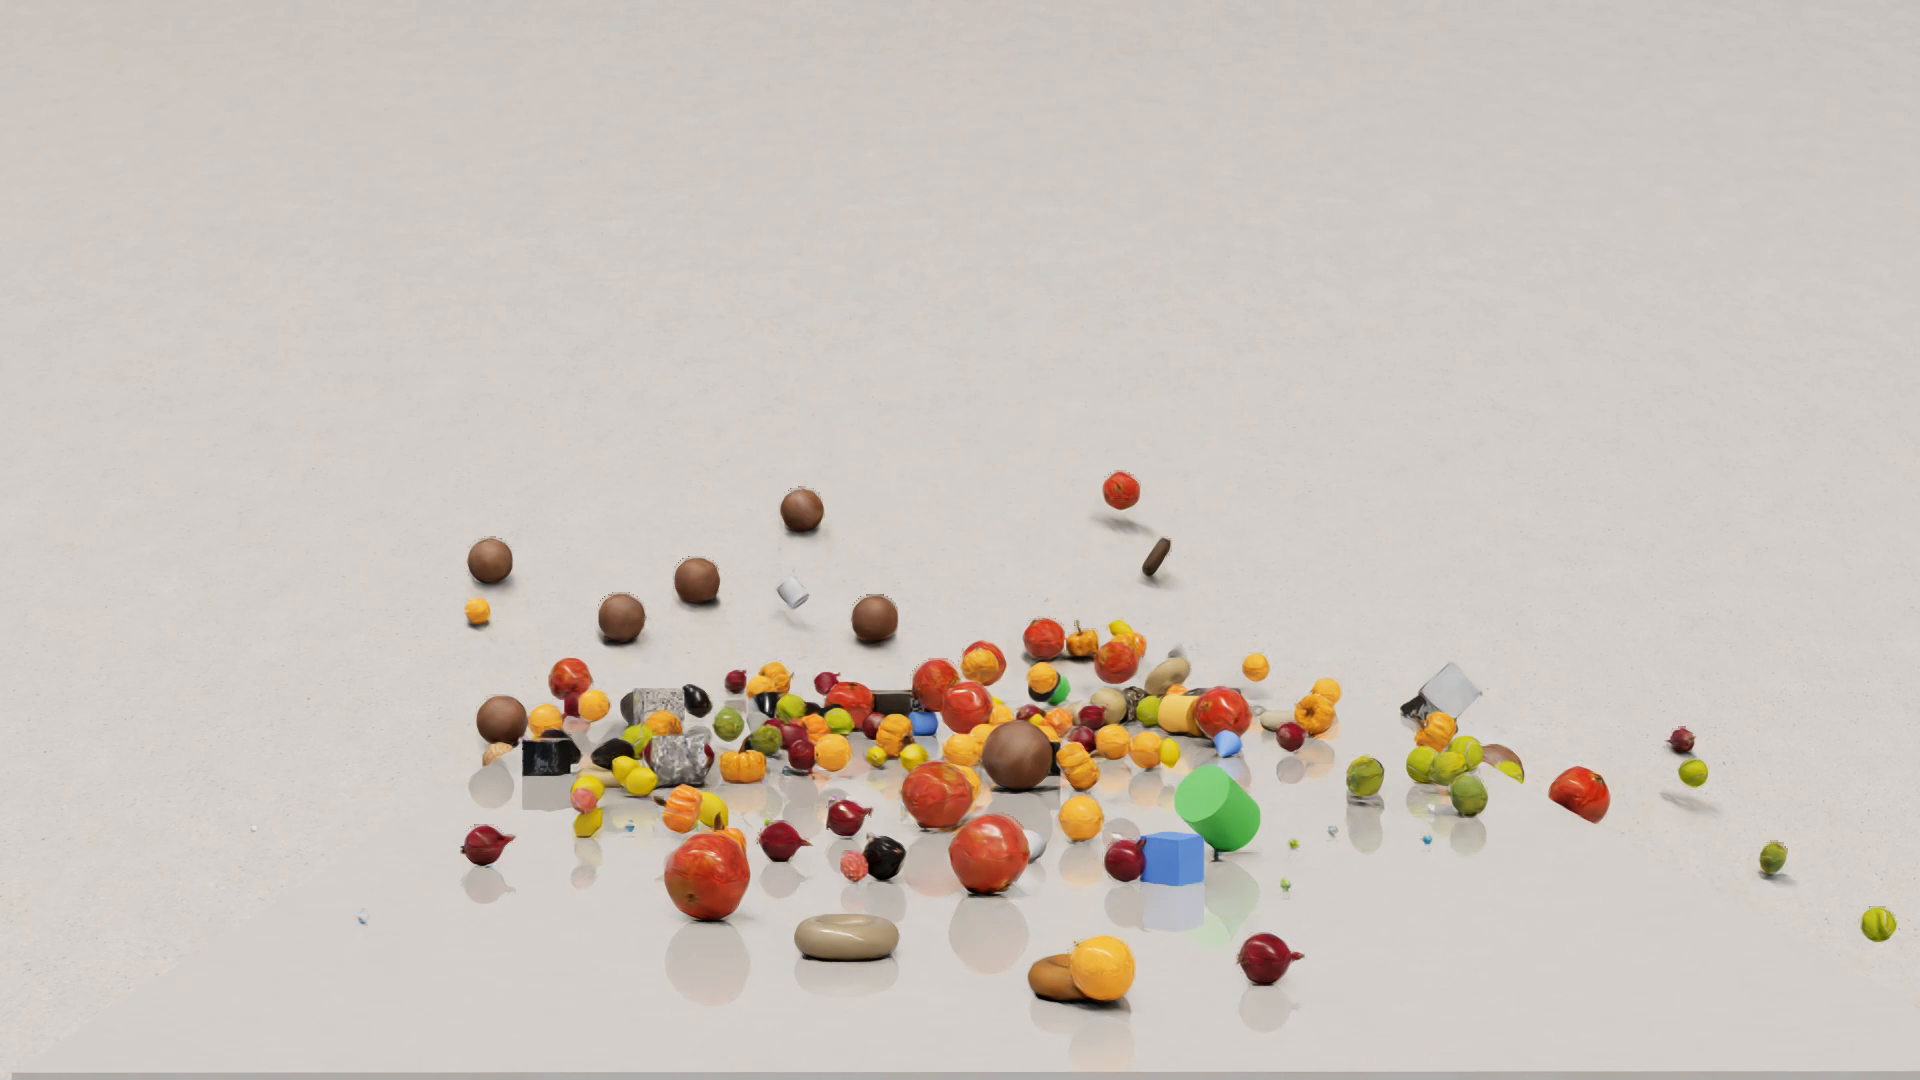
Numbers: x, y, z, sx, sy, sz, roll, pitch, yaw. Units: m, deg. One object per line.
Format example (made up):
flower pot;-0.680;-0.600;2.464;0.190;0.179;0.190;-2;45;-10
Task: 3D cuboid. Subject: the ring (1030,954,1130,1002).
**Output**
ring;0.136;0.497;2.928;0.116;0.039;0.116;0;3;0

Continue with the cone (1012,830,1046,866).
cone;0.098;0.475;3.885;0.054;0.054;0.054;5;30;11

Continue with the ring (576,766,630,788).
ring;-0.668;0.443;4.819;0.099;0.033;0.099;1;3;0

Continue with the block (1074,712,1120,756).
block;0.280;0.396;5.260;0.066;0.066;0.066;27;0;9

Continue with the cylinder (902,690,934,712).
cylinder;-0.112;0.386;5.956;0.078;0.078;0.078;-1;23;-29

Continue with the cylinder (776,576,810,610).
cylinder;-0.461;0.146;7.111;0.066;0.066;0.066;-26;71;-44

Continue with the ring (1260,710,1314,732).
ring;0.739;0.408;5.827;0.122;0.041;0.122;-1;1;0

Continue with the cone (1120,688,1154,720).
cone;0.404;0.403;6.040;0.086;0.086;0.086;6;26;12

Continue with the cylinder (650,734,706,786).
cylinder;-0.526;0.411;4.808;0.096;0.096;0.096;-1;25;-9

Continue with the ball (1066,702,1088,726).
ball;0.268;0.399;5.912;0.054;0.054;0.054;0;25;0

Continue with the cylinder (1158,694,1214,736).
cylinder;0.500;0.388;5.714;0.087;0.087;0.087;-22;16;-39

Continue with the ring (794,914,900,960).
ring;-0.139;0.488;3.168;0.130;0.043;0.130;1;0;0

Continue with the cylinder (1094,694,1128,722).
cylinder;0.352;0.390;5.989;0.063;0.063;0.063;0;25;-11

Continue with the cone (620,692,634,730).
cone;-0.735;0.407;5.857;0.093;0.093;0.093;1;28;3

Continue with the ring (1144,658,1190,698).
ring;0.513;0.342;6.396;0.130;0.130;0.043;-17;58;-32

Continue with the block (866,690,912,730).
block;-0.164;0.387;5.869;0.081;0.081;0.081;-1;2;-21

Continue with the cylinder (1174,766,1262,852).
cylinder;0.395;0.412;3.947;0.098;0.098;0.098;-25;42;25

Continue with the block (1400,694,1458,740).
block;1.124;0.431;6.175;0.094;0.094;0.094;-33;57;-4

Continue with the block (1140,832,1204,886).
block;0.306;0.459;3.717;0.066;0.066;0.066;1;2;39

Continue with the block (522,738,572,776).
block;-0.800;0.421;4.999;0.067;0.067;0.067;1;2;24

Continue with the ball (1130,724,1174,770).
ball;0.374;0.404;5.026;0.088;0.088;0.088;0;25;0

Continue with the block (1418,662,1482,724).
block;1.093;0.341;5.756;0.096;0.096;0.096;48;0;7

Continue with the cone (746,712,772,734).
cone;-0.451;0.420;5.687;0.059;0.059;0.059;6;30;12

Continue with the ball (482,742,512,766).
ball;-1.138;0.544;6.376;0.087;0.087;0.087;0;25;0

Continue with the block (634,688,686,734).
block;-0.675;0.383;5.788;0.094;0.094;0.094;-1;2;-20

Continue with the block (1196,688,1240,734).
block;0.581;0.383;5.791;0.094;0.094;0.094;0;2;7

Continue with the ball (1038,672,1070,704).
ball;0.235;0.371;6.437;0.078;0.078;0.078;0;25;0

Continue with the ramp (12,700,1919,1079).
ramp;0.057;0.517;4.557;2.000;0.100;4.000;0;2;0

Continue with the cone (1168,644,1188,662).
cone;0.596;0.313;6.944;0.052;0.052;0.052;42;41;18

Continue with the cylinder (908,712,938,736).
cylinder;-0.083;0.406;5.705;0.052;0.052;0.052;6;21;-23

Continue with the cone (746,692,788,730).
cone;-0.431;0.408;5.798;0.097;0.097;0.097;-3;29;-6
